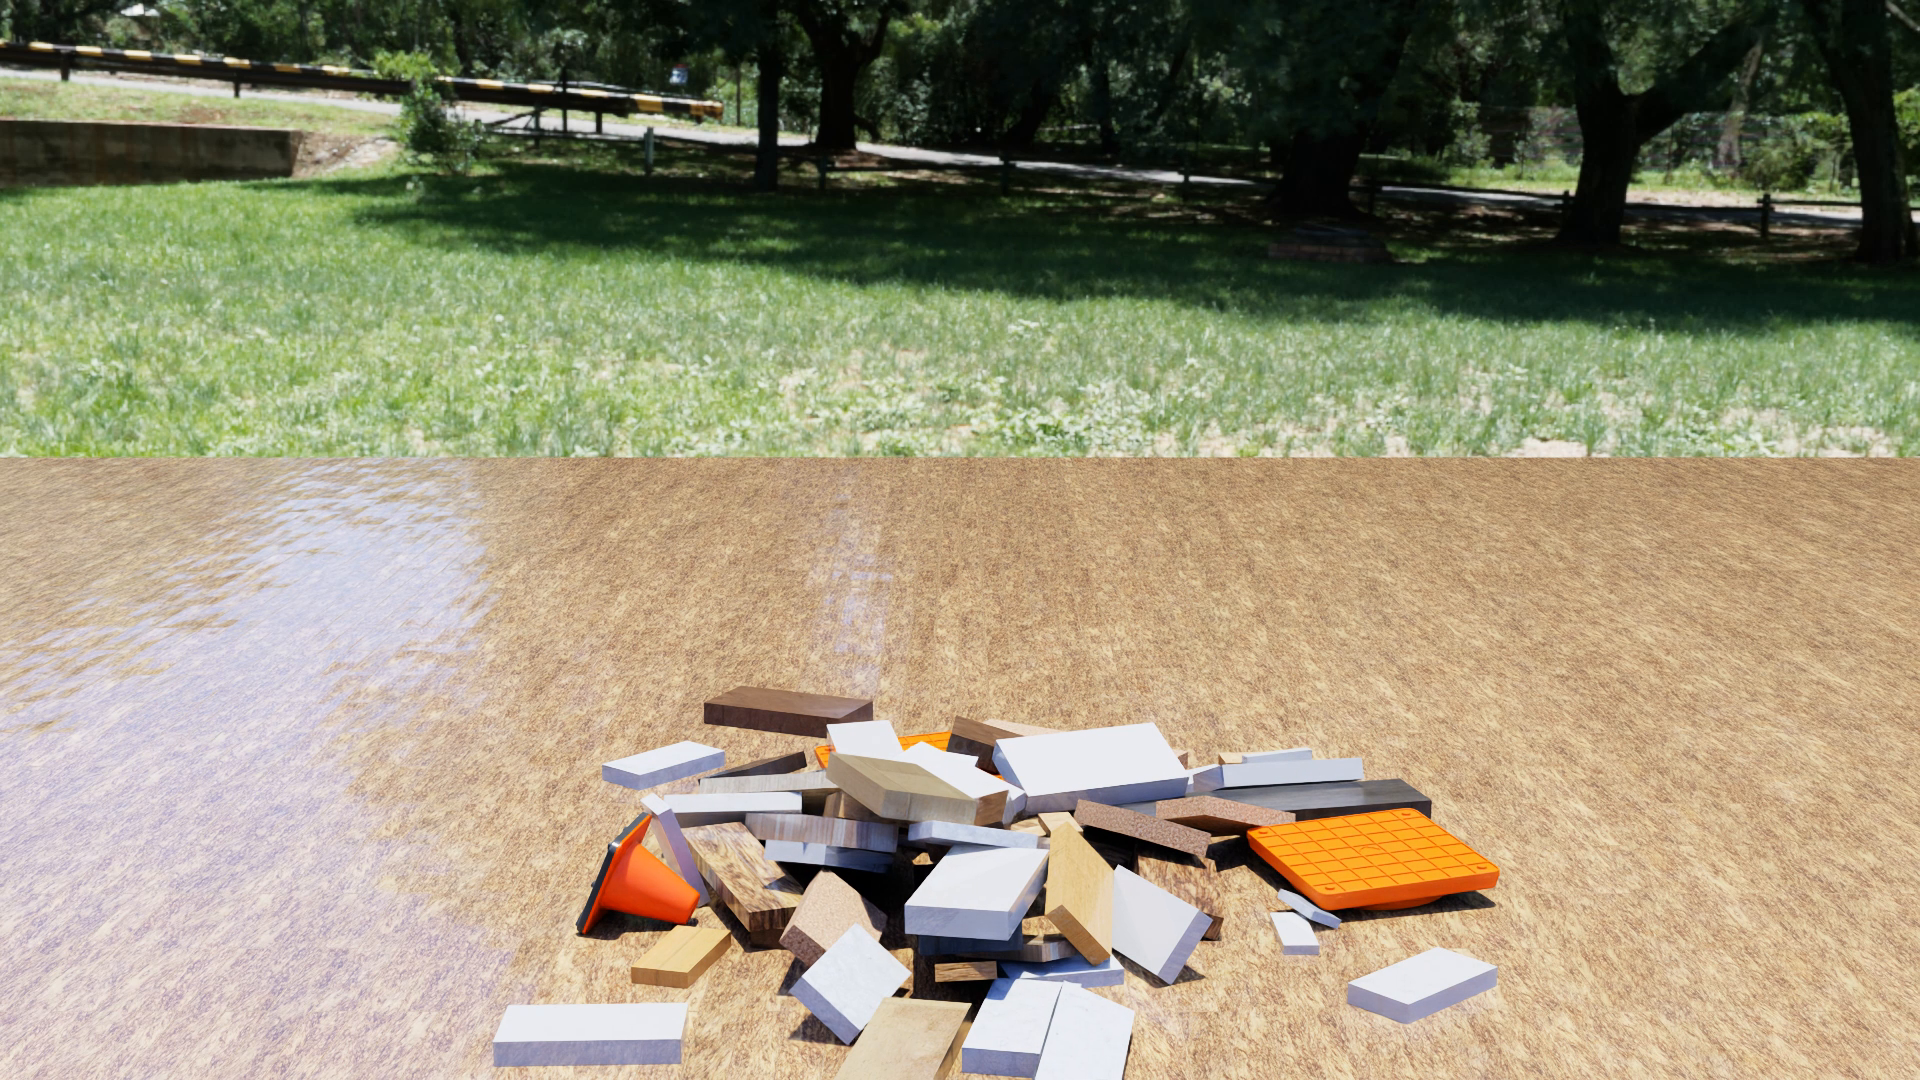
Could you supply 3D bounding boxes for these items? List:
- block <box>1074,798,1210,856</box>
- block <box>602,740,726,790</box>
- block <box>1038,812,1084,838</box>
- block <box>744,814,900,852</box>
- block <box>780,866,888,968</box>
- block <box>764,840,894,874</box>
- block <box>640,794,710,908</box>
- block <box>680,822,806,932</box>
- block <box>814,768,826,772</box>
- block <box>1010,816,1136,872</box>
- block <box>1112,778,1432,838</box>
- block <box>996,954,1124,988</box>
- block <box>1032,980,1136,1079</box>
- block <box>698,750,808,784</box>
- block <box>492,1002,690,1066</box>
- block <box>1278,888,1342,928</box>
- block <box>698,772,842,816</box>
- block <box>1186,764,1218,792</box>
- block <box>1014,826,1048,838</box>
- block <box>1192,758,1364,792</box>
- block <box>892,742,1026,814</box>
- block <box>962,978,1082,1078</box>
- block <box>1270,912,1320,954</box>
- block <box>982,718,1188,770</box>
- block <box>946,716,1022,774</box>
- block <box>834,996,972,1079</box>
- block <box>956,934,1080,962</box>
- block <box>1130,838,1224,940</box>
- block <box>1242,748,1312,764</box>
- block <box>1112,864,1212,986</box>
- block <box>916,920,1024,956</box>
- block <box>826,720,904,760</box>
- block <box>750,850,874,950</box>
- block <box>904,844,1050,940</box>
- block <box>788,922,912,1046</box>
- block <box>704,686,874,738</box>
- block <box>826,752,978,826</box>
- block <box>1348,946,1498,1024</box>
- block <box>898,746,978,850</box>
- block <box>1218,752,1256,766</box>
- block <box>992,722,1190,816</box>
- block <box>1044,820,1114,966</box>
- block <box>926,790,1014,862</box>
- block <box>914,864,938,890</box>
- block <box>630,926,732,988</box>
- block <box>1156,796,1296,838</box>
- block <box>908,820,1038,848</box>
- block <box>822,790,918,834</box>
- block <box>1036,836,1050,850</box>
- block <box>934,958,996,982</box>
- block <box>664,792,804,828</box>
[{"bbox_3d":[0.308,0.493,3.774,0.143,0.040,0.285,18,-7,-14],"label":"block"},{"bbox_3d":[-0.586,0.446,4.358,0.112,0.032,0.224,9,14,40],"label":"block"},{"bbox_3d":[0.175,0.499,3.830,0.055,0.016,0.110,-2,11,-11],"label":"block"},{"bbox_3d":[-0.238,0.488,3.675,0.153,0.043,0.403,9,-9,-18],"label":"block"},{"bbox_3d":[-0.190,0.593,3.350,0.131,0.037,0.261,39,12,-2],"label":"block"},{"bbox_3d":[-0.211,0.515,3.568,0.111,0.031,0.222,1,-11,27],"label":"block"},{"bbox_3d":[-0.468,0.510,3.614,0.025,0.180,0.090,-27,20,-20],"label":"block"},{"bbox_3d":[-0.355,0.549,3.619,0.111,0.031,0.444,-4,11,-21],"label":"block"},{"bbox_3d":[-0.334,0.472,4.053,0.240,0.034,0.120,-13,9,6],"label":"block"},{"bbox_3d":[0.206,0.539,3.836,0.273,0.039,0.136,10,14,42],"label":"block"},{"bbox_3d":[0.562,0.498,4.055,0.597,0.040,0.143,-2,11,-12],"label":"block"},{"bbox_3d":[0.149,0.646,3.297,0.175,0.025,0.088,-3,11,-14],"label":"block"},{"bbox_3d":[0.158,0.695,2.900,0.108,0.031,0.410,23,14,4],"label":"block"},{"bbox_3d":[-0.395,0.446,4.209,0.112,0.032,0.224,-14,-2,23],"label":"block"},{"bbox_3d":[-0.509,0.686,3.054,0.254,0.036,0.127,0,11,-2],"label":"block"},{"bbox_3d":[0.562,0.594,3.545,0.055,0.016,0.110,22,2,-23],"label":"block"},{"bbox_3d":[-0.256,0.452,3.902,0.398,0.032,0.112,-5,-33,14],"label":"block"},{"bbox_3d":[0.468,0.466,4.282,0.143,0.020,0.072,-8,13,-35],"label":"block"},{"bbox_3d":[0.149,0.512,3.841,0.095,0.014,0.048,-7,13,-34],"label":"block"},{"bbox_3d":[0.600,0.447,4.154,0.285,0.040,0.143,-1,-13,-17],"label":"block"},{"bbox_3d":[-0.018,0.447,3.965,0.247,0.035,0.124,22,34,35],"label":"block"},{"bbox_3d":[0.089,0.681,3.079,0.127,0.036,0.254,2,11,11],"label":"block"},{"bbox_3d":[0.526,0.620,3.466,0.055,0.016,0.144,0,11,-1],"label":"block"},{"bbox_3d":[0.227,0.426,4.457,0.461,0.035,0.124,7,12,32],"label":"block"},{"bbox_3d":[0.140,0.420,4.183,0.331,0.046,0.162,17,8,1],"label":"block"},{"bbox_3d":[-0.091,0.712,2.911,0.127,0.036,0.454,2,11,11],"label":"block"},{"bbox_3d":[0.087,0.616,3.330,0.176,0.025,0.088,-6,-5,43],"label":"block"},{"bbox_3d":[0.352,0.567,3.585,0.136,0.039,0.273,16,11,0],"label":"block"},{"bbox_3d":[0.613,0.445,4.252,0.143,0.072,0.020,-4,9,-21],"label":"block"},{"bbox_3d":[0.282,0.588,3.376,0.033,0.116,0.231,39,-9,-28],"label":"block"},{"bbox_3d":[0.010,0.588,3.347,0.151,0.043,0.302,-3,-3,-2],"label":"block"},{"bbox_3d":[-0.180,0.405,4.232,0.124,0.035,0.247,-4,13,-9],"label":"block"},{"bbox_3d":[-0.236,0.585,3.605,0.120,0.034,0.393,2,11,9],"label":"block"},{"bbox_3d":[0.030,0.521,3.272,0.151,0.043,0.302,1,9,13],"label":"block"},{"bbox_3d":[-0.155,0.636,3.164,0.111,0.031,0.222,41,19,7],"label":"block"},{"bbox_3d":[-0.368,0.370,4.729,0.325,0.046,0.162,5,11,23],"label":"block"},{"bbox_3d":[-0.098,0.401,3.544,0.153,0.043,0.307,10,2,-20],"label":"block"},{"bbox_3d":[0.682,0.654,3.238,0.217,0.031,0.108,-9,14,-41],"label":"block"},{"bbox_3d":[-0.062,0.468,3.999,0.131,0.037,0.261,8,28,12],"label":"block"},{"bbox_3d":[0.595,0.444,4.400,0.143,0.020,0.072,-1,11,-5],"label":"block"},{"bbox_3d":[0.241,0.421,4.062,0.325,0.046,0.162,-4,35,-22],"label":"block"},{"bbox_3d":[0.184,0.539,3.364,0.033,0.116,0.231,-37,17,19],"label":"block"},{"bbox_3d":[0.019,0.477,3.692,0.131,0.037,0.261,-15,4,5],"label":"block"},{"bbox_3d":[0.016,0.554,3.545,0.151,0.043,0.302,-1,-3,-7],"label":"block"},{"bbox_3d":[-0.424,0.635,3.356,0.090,0.025,0.180,3,11,15],"label":"block"},{"bbox_3d":[0.467,0.485,3.853,0.231,0.033,0.116,16,-20,-38],"label":"block"},{"bbox_3d":[0.020,0.465,3.435,0.180,0.026,0.090,11,-15,-24],"label":"block"},{"bbox_3d":[-0.141,0.463,3.720,0.153,0.043,0.307,10,-10,-7],"label":"block"},{"bbox_3d":[0.077,0.520,3.676,0.136,0.039,0.273,0,-4,-27],"label":"block"},{"bbox_3d":[0.009,0.629,3.216,0.088,0.025,0.175,-3,-10,0],"label":"block"},{"bbox_3d":[-0.398,0.491,3.898,0.240,0.034,0.120,-1,-32,-1],"label":"block"}]
